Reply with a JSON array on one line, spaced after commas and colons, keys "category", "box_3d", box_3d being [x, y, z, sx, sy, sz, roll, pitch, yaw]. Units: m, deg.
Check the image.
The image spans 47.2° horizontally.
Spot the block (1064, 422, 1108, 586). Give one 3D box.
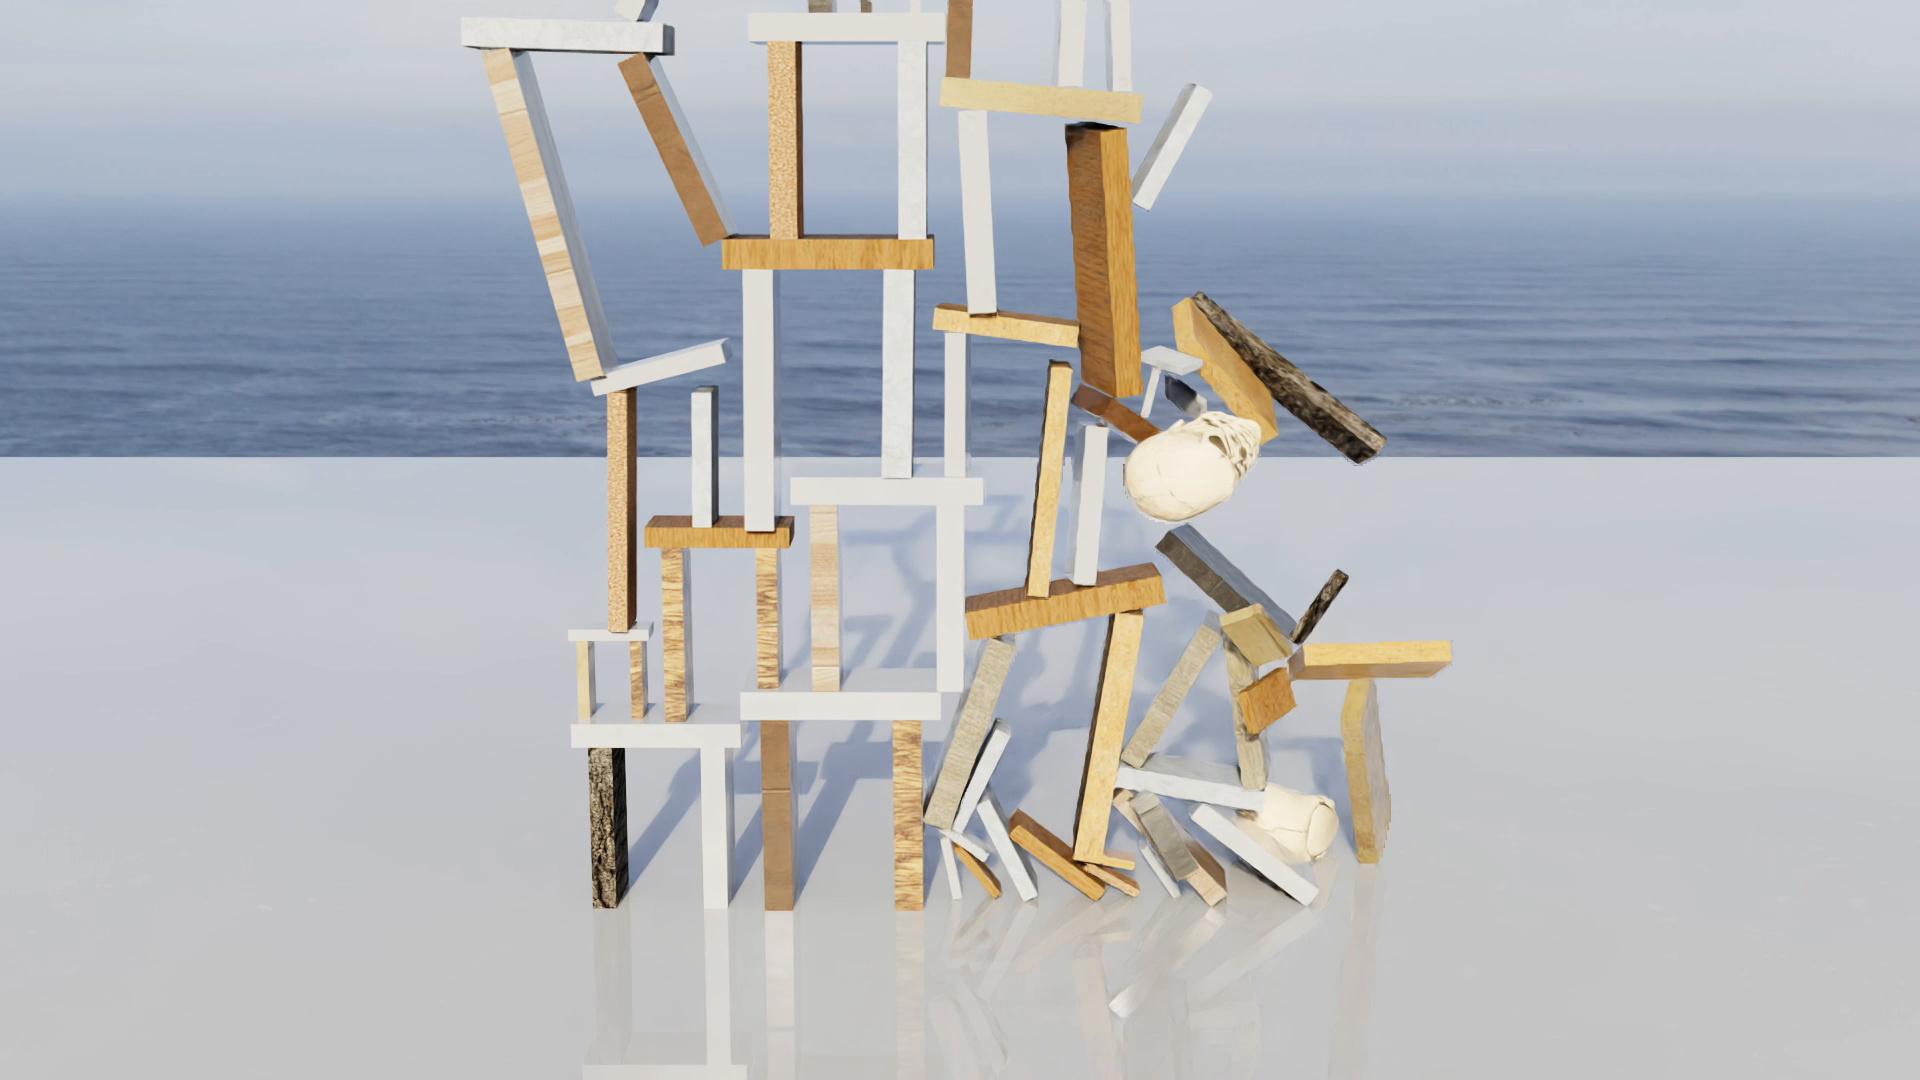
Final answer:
[{"category": "block", "box_3d": [0.205, -0.061, 3.572, 0.036, 0.254, 0.126, 4, 6, -4]}]

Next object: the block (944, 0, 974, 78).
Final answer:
[{"category": "block", "box_3d": [0.001, -0.848, 3.391, 0.038, 0.266, 0.133, 2, 11, -1]}]

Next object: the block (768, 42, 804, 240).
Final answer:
[{"category": "block", "box_3d": [-0.272, -0.624, 3.438, 0.042, 0.298, 0.149, 0, 11, 0]}]

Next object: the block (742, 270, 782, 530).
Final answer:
[{"category": "block", "box_3d": [-0.315, -0.231, 3.513, 0.046, 0.410, 0.163, 1, 11, 0]}]

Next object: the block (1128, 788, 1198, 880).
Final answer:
[{"category": "block", "box_3d": [0.312, 0.453, 3.404, 0.037, 0.131, 0.262, -31, -6, -1]}]

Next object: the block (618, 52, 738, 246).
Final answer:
[{"category": "block", "box_3d": [-0.440, -0.612, 3.449, 0.043, 0.305, 0.153, -24, 10, 4]}]

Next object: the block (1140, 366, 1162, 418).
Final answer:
[{"category": "block", "box_3d": [0.306, -0.246, 3.506, 0.013, 0.093, 0.046, 13, 29, 2]}]

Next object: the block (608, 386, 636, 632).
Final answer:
[{"category": "block", "box_3d": [-0.545, -0.051, 3.551, 0.030, 0.385, 0.107, 1, 11, 0]}]

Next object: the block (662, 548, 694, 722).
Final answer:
[{"category": "block", "box_3d": [-0.460, 0.143, 3.586, 0.033, 0.286, 0.115, 0, 11, 0]}]

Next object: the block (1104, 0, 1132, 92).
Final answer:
[{"category": "block", "box_3d": [0.243, -0.799, 3.411, 0.029, 0.203, 0.102, -3, 11, -2]}]

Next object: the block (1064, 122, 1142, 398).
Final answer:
[{"category": "block", "box_3d": [0.228, -0.446, 3.490, 0.044, 0.418, 0.154, -10, 17, -16]}]

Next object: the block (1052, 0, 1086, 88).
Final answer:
[{"category": "block", "box_3d": [0.171, -0.834, 3.395, 0.038, 0.266, 0.133, 2, 11, -2]}]

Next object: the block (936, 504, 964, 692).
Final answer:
[{"category": "block", "box_3d": [-0.015, 0.080, 3.572, 0.043, 0.304, 0.152, 0, 11, 0]}]

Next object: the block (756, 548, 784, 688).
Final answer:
[{"category": "block", "box_3d": [-0.310, 0.116, 3.579, 0.033, 0.230, 0.115, 0, 11, 0]}]

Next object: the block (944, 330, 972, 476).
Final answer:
[{"category": "block", "box_3d": [-0.003, -0.222, 3.509, 0.032, 0.227, 0.113, 1, 11, 5]}]

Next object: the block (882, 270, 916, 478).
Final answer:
[{"category": "block", "box_3d": [-0.097, -0.272, 3.505, 0.046, 0.326, 0.163, 1, 11, 0]}]

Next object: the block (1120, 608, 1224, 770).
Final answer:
[{"category": "block", "box_3d": [0.352, 0.243, 3.603, 0.037, 0.262, 0.131, 31, 14, 5]}]

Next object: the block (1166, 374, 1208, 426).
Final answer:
[{"category": "block", "box_3d": [0.372, -0.231, 3.616, 0.013, 0.046, 0.093, -30, 49, -21]}]

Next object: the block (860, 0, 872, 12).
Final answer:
[{"category": "block", "box_3d": [-0.145, -0.869, 3.396, 0.016, 0.114, 0.057, 0, 10, 0]}]

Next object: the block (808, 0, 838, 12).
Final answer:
[{"category": "block", "box_3d": [-0.214, -0.947, 3.386, 0.037, 0.271, 0.131, 0, 11, 0]}]

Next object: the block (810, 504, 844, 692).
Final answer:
[{"category": "block", "box_3d": [-0.216, 0.080, 3.573, 0.043, 0.304, 0.152, 0, 11, 0]}]

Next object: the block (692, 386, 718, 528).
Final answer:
[{"category": "block", "box_3d": [-0.409, -0.136, 3.534, 0.030, 0.214, 0.107, 1, 11, 0]}]

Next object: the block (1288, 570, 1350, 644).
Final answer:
[{"category": "block", "box_3d": [0.576, 0.108, 3.529, 0.019, 0.133, 0.067, 36, 8, 14]}]

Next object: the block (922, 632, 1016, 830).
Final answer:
[{"category": "block", "box_3d": [0.015, 0.303, 3.611, 0.045, 0.320, 0.160, 20, 7, -2]}]

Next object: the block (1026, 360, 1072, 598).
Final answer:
[{"category": "block", "box_3d": [0.142, -0.100, 3.534, 0.032, 0.368, 0.113, 5, 10, -1]}]

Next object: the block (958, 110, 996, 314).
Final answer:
[{"category": "block", "box_3d": [0.027, -0.517, 3.451, 0.044, 0.308, 0.154, -3, 11, 1]}]

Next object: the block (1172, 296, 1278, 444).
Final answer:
[{"category": "block", "box_3d": [0.428, -0.273, 3.553, 0.034, 0.238, 0.119, -32, 32, 23]}]

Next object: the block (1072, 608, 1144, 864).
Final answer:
[{"category": "block", "box_3d": [0.243, 0.311, 3.628, 0.045, 0.413, 0.160, 9, 8, 1]}]

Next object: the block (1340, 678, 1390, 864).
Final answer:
[{"category": "block", "box_3d": [0.689, 0.386, 3.735, 0.034, 0.373, 0.119, 4, 45, 21]}]

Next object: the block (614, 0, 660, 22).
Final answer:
[{"category": "block", "box_3d": [-0.451, -0.923, 3.391, 0.037, 0.263, 0.131, 27, 9, -5]}]

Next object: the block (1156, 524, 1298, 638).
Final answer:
[{"category": "block", "box_3d": [0.437, 0.076, 3.573, 0.251, 0.036, 0.126, 43, 18, 11]}]

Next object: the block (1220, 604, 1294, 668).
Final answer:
[{"category": "block", "box_3d": [0.459, 0.148, 3.404, 0.067, 0.019, 0.133, -20, -40, 21]}]

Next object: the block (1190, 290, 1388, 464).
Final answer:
[{"category": "block", "box_3d": [0.525, -0.265, 3.619, 0.392, 0.029, 0.102, 38, -12, -2]}]

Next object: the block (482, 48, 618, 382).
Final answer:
[{"category": "block", "box_3d": [-0.642, -0.512, 3.468, 0.043, 0.517, 0.153, -14, 10, 3]}]

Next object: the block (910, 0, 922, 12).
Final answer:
[{"category": "block", "box_3d": [-0.068, -0.869, 3.395, 0.016, 0.114, 0.057, 0, 10, 0]}]

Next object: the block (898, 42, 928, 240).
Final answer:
[{"category": "block", "box_3d": [-0.073, -0.624, 3.438, 0.042, 0.298, 0.149, 0, 11, 0]}]
